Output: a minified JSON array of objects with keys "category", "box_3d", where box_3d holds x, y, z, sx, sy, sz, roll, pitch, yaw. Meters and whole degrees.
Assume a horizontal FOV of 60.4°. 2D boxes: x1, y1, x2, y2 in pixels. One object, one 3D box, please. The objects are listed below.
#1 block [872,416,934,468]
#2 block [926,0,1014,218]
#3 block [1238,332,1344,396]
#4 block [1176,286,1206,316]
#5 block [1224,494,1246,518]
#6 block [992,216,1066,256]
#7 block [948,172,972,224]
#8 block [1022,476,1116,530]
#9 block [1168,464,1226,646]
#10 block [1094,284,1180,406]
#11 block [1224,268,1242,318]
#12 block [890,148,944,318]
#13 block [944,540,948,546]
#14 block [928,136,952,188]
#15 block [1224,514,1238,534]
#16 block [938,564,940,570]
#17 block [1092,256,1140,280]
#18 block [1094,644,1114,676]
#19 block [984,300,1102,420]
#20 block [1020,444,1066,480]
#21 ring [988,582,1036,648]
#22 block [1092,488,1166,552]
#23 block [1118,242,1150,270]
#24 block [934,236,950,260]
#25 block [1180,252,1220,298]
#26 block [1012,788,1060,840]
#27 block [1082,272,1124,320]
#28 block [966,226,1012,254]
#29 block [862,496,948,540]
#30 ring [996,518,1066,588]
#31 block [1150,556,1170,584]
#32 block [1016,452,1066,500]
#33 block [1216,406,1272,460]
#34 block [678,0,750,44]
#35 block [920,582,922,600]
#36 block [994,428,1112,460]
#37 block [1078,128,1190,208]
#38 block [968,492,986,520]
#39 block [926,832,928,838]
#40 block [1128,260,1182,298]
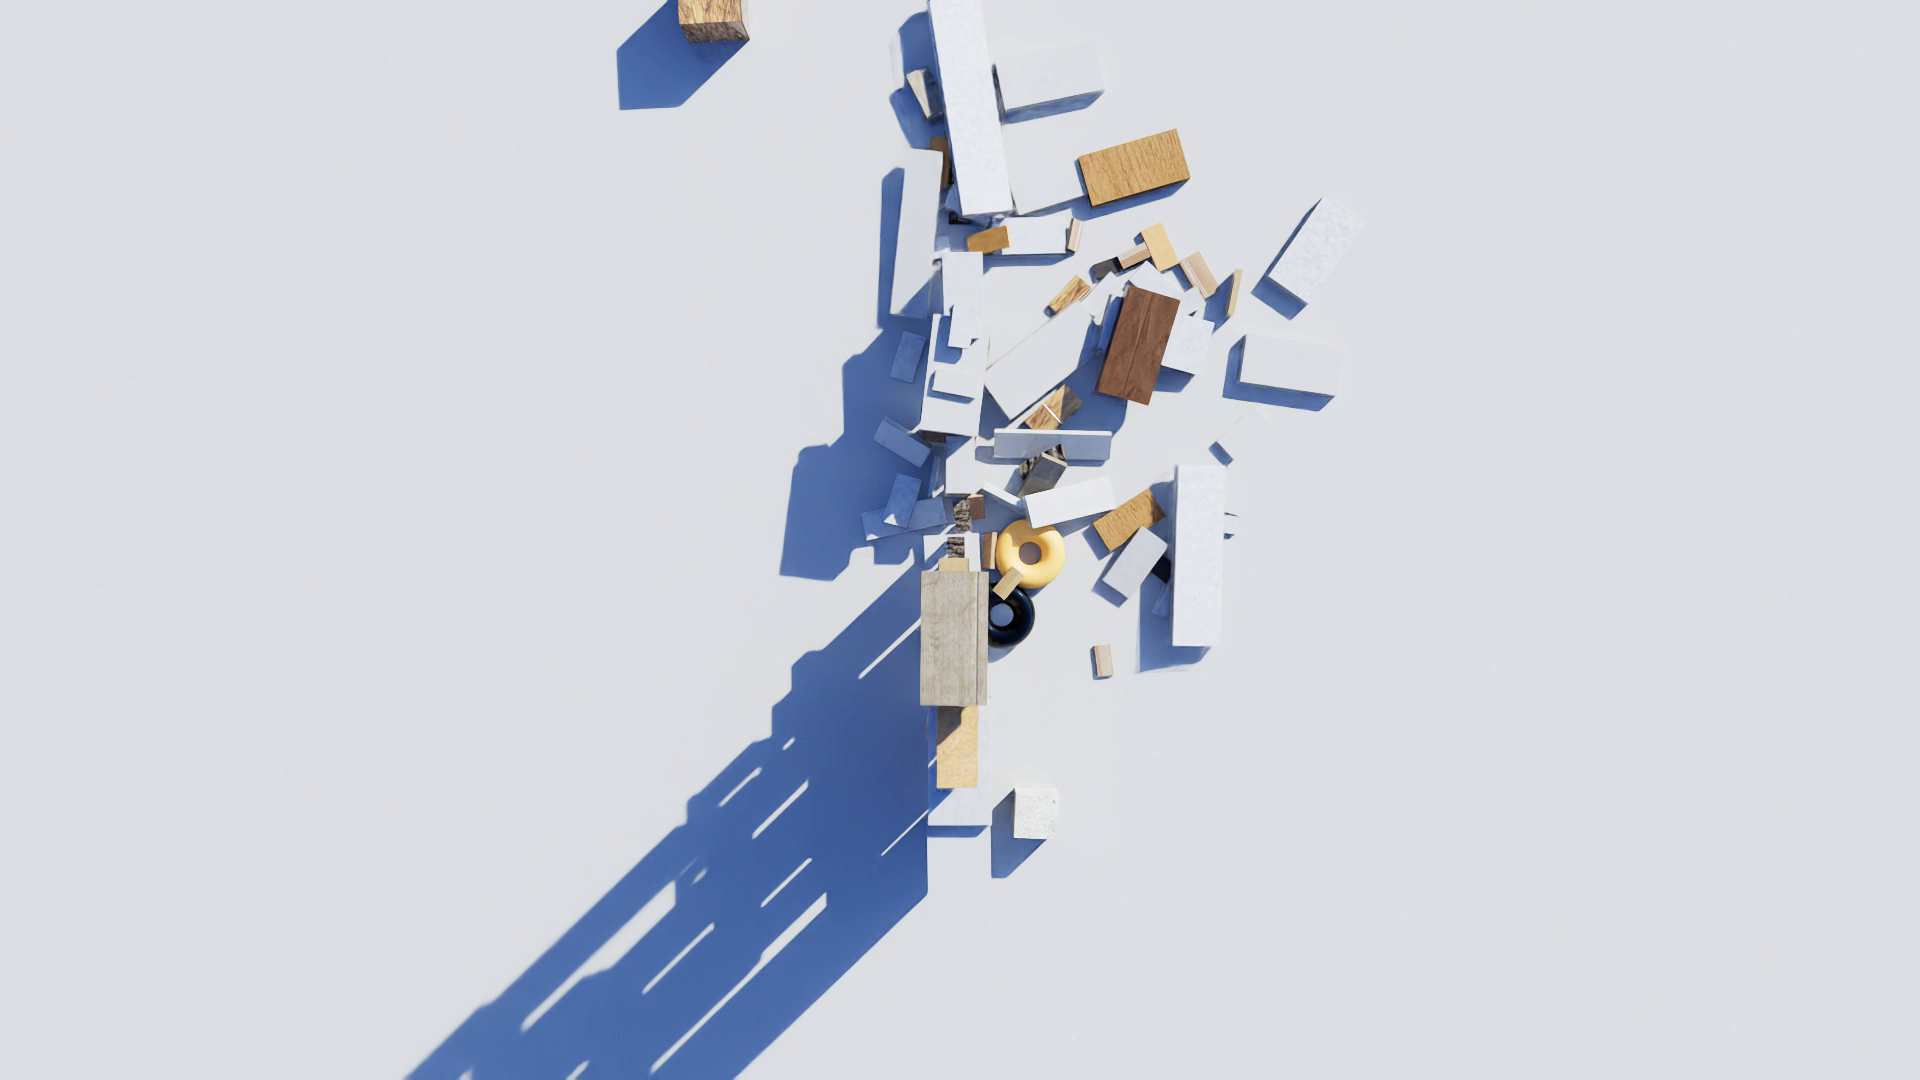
[{"category":"block","box_3d":[-0.189,-0.325,5.460,0.185,0.026,0.092,31,132,0]},{"category":"block","box_3d":[0.031,-1.441,5.436,0.169,0.048,0.749,-8,88,-10]},{"category":"block","box_3d":[1.099,-0.581,5.477,0.327,0.046,0.163,8,90,0]},{"category":"block","box_3d":[0.737,-0.777,5.465,0.138,0.020,0.069,-29,103,0]},{"category":"block","box_3d":[0.887,-0.123,5.492,0.120,0.017,0.060,17,90,0]},{"category":"block","box_3d":[0.229,-1.009,5.483,0.240,0.034,0.120,-1,90,0]},{"category":"block","box_3d":[0.001,-1.360,5.489,0.080,0.023,0.613,0,90,0]},{"category":"block","box_3d":[0.361,-0.124,5.433,0.309,0.031,0.110,-14,90,-20]},{"category":"block","box_3d":[0.782,0.051,5.446,0.163,0.046,0.595,1,92,-12]},{"category":"block","box_3d":[0.578,-0.636,5.384,0.178,0.050,0.356,15,97,-9]},{"category":"block","box_3d":[0.906,-0.818,5.463,0.021,0.075,0.149,11,90,0]},{"category":"block","box_3d":[-0.141,-1.014,5.456,0.120,0.034,0.541,6,93,2]},{"category":"block","box_3d":[-0.022,0.003,5.058,0.052,0.104,0.015,-22,90,0]},{"category":"block","box_3d":[-0.067,-1.255,5.474,0.080,0.023,0.159,9,93,17]},{"category":"block","box_3d":[0.863,-0.057,5.492,0.120,0.017,0.060,10,90,0]},{"category":"block","box_3d":[-0.021,0.081,4.877,0.087,0.175,0.025,0,89,0]},{"category":"block","box_3d":[0.521,-0.917,5.493,0.154,0.014,0.050,-19,90,0]},{"category":"block","box_3d":[0.479,0.400,5.493,0.052,0.015,0.104,-7,90,0]},{"category":"block","box_3d":[0.274,-0.596,5.448,0.415,0.050,0.178,-38,103,-2]},{"category":"block","box_3d":[0.272,-0.257,5.446,0.159,0.067,0.019,-26,129,17]},{"category":"ring","box_3d":[0.138,0.248,5.463,0.225,0.075,0.225,0,91,-1]},{"category":"block","box_3d":[0.562,-0.067,5.484,0.220,0.031,0.110,-32,90,0]},{"category":"block","box_3d":[0.577,-0.944,5.479,0.101,0.014,0.050,-26,90,0]},{"category":"block","box_3d":[-0.106,-0.968,5.490,0.144,0.020,0.072,-7,90,0]},{"category":"block","box_3d":[0.797,-0.878,5.489,0.075,0.021,0.149,-30,90,0]},{"category":"block","box_3d":[0.250,0.900,5.429,0.141,0.141,0.141,3,90,0]},{"category":"block","box_3d":[0.405,-0.745,5.482,0.069,0.020,0.340,43,90,-13]},{"category":"block","box_3d":[0.097,-0.989,5.460,0.144,0.020,0.072,-10,86,23]},{"category":"block","box_3d":[-0.185,-0.073,5.487,0.274,0.026,0.092,-12,90,0]},{"category":"ring","box_3d":[0.232,0.045,5.461,0.235,0.078,0.235,0,91,-1]},{"category":"block","box_3d":[0.677,0.096,5.491,0.133,0.019,0.067,38,90,0]},{"category":"block","box_3d":[0.267,-0.194,5.431,0.092,0.026,0.185,23,121,-15]},{"category":"block","box_3d":[0.944,-0.355,5.488,0.172,0.024,0.086,-43,90,0]},{"category":"block","box_3d":[-0.806,-1.764,5.399,0.203,0.203,0.203,-3,90,0]},{"category":"block","box_3d":[-0.016,0.122,4.010,0.155,0.310,0.044,-1,89,0]},{"category":"block","box_3d":[0.306,-0.317,5.465,0.386,0.026,0.092,1,121,0]},{"category":"block","box_3d":[0.577,-1.233,5.476,0.338,0.048,0.169,-16,90,0]},{"category":"block","box_3d":[0.056,-0.111,5.458,0.052,0.103,0.015,-7,45,0]},{"category":"block","box_3d":[-0.004,0.769,4.367,0.159,0.319,0.045,-1,90,0]},{"category":"block","box_3d":[0.654,-0.838,5.488,0.172,0.024,0.086,43,90,0]}]
